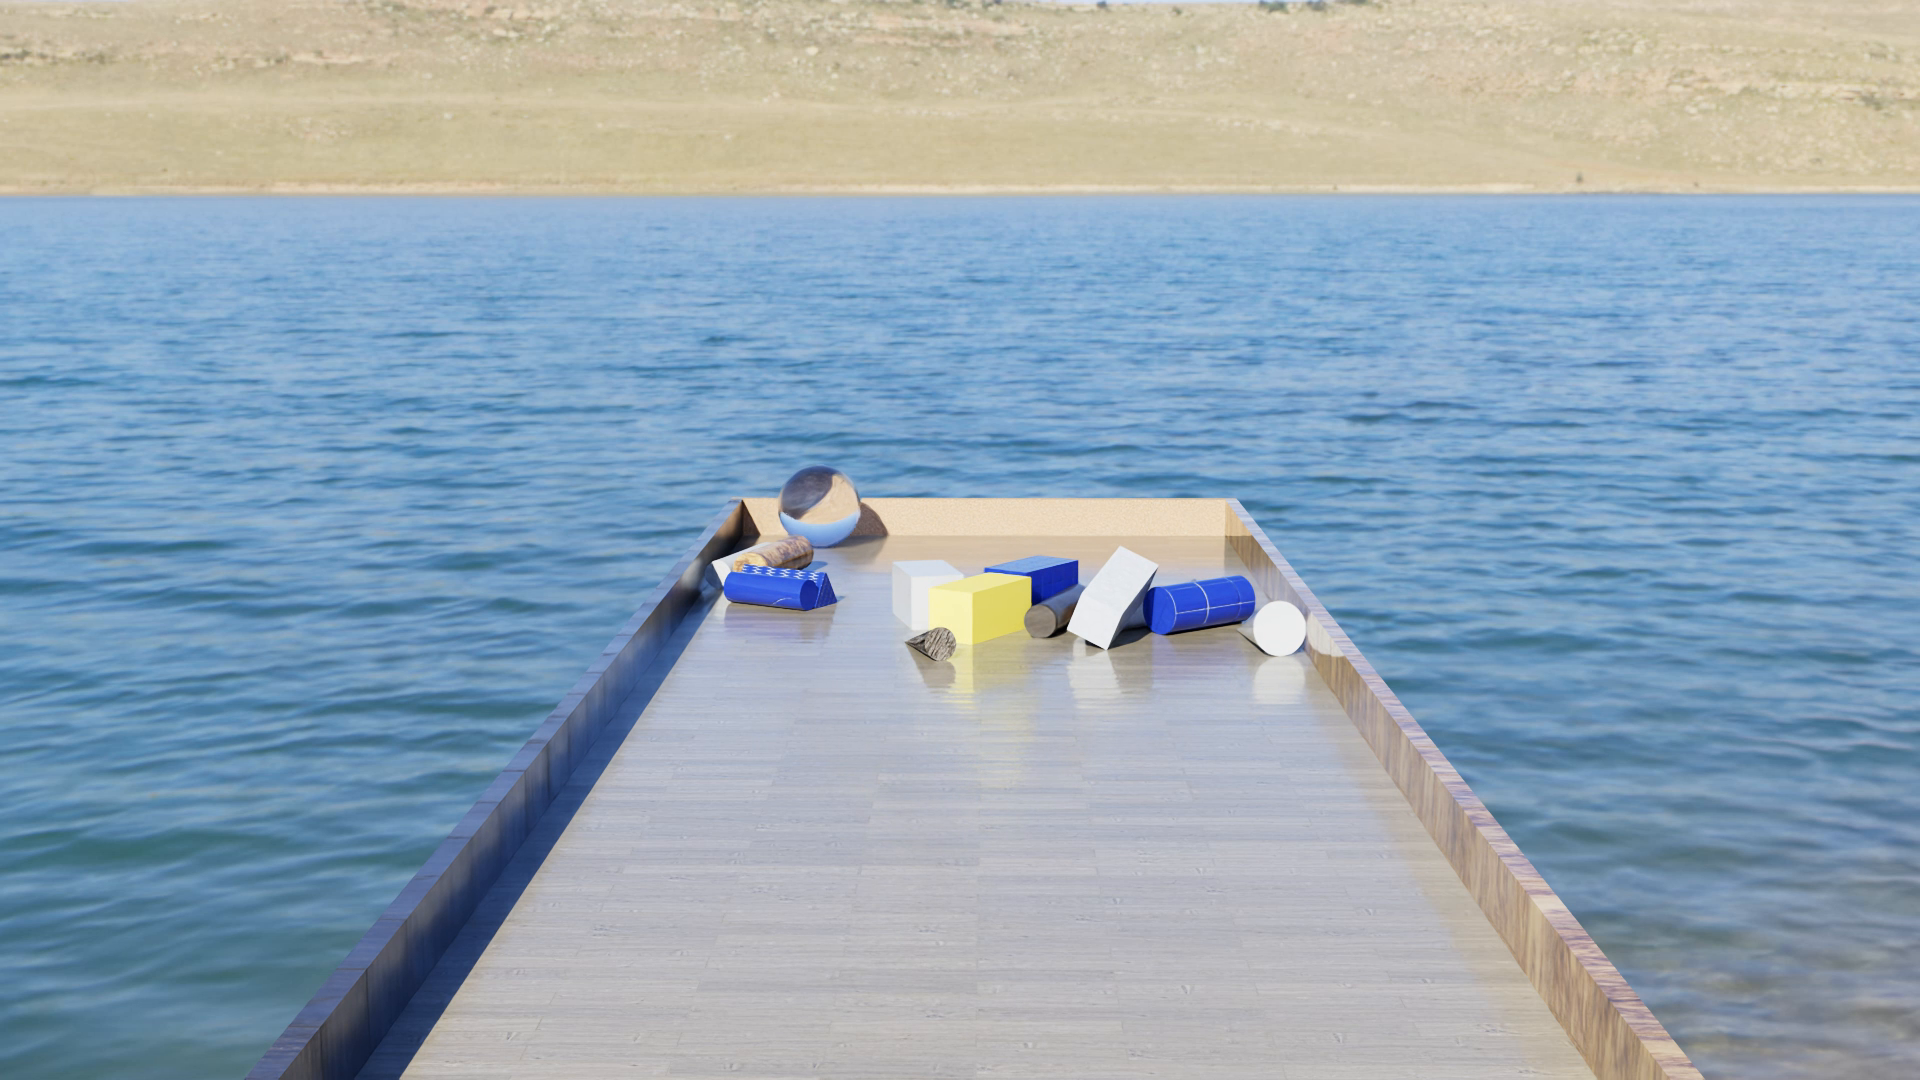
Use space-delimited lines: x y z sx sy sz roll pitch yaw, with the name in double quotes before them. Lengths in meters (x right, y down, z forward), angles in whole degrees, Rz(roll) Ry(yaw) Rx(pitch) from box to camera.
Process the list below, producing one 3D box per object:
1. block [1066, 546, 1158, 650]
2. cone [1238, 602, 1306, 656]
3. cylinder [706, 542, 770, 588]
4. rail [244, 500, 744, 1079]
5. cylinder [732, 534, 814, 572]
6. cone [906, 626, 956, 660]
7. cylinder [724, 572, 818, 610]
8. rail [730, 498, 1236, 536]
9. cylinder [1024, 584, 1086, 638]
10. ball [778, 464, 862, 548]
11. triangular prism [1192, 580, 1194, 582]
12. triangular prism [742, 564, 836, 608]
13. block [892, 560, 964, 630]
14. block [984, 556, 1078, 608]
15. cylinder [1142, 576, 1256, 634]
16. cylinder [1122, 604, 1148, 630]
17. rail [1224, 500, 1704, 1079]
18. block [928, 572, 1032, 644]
"block" 0.488 0.181 6.982 0.141 0.141 0.376 27 31 11
"cone" 0.942 0.283 6.961 0.169 0.169 0.407 -2 -3 -12
"cylinder" -0.799 0.091 8.106 0.103 0.103 0.443 3 9 18
"rail" -1.004 0.839 3.234 0.050 0.150 12.000 0 9 1
"cylinder" -0.683 0.079 8.082 0.134 0.134 0.437 3 9 18
"cone" -0.118 0.319 6.832 0.103 0.103 0.303 -4 0 -23
"cylinder" -0.653 0.175 7.567 0.321 0.107 0.107 5 10 30
"rail" 0.099 -0.098 9.147 2.100 0.150 0.050 0 9 1
"cylinder" 0.326 0.231 7.208 0.108 0.108 0.406 3 10 20
"ball" -0.563 -0.136 8.798 0.334 0.334 0.334 0 9 0
"triangular prism" 0.752 0.204 7.434 0.099 0.086 0.364 3 9 18
"triangular prism" -0.609 0.154 7.657 0.346 0.113 0.130 5 11 30
"block" -0.108 0.180 7.315 0.175 0.175 0.308 -2 9 -13
"block" 0.243 0.164 7.439 0.168 0.168 0.318 7 11 36
"cylinder" 0.782 0.210 7.185 0.358 0.156 0.156 -7 11 -37
"cylinder" 0.518 0.240 7.149 0.303 0.107 0.107 -7 11 -38
"rail" 1.046 0.843 3.208 0.050 0.150 12.000 0 9 1
"block" 0.067 0.218 7.103 0.165 0.165 0.350 6 11 33
